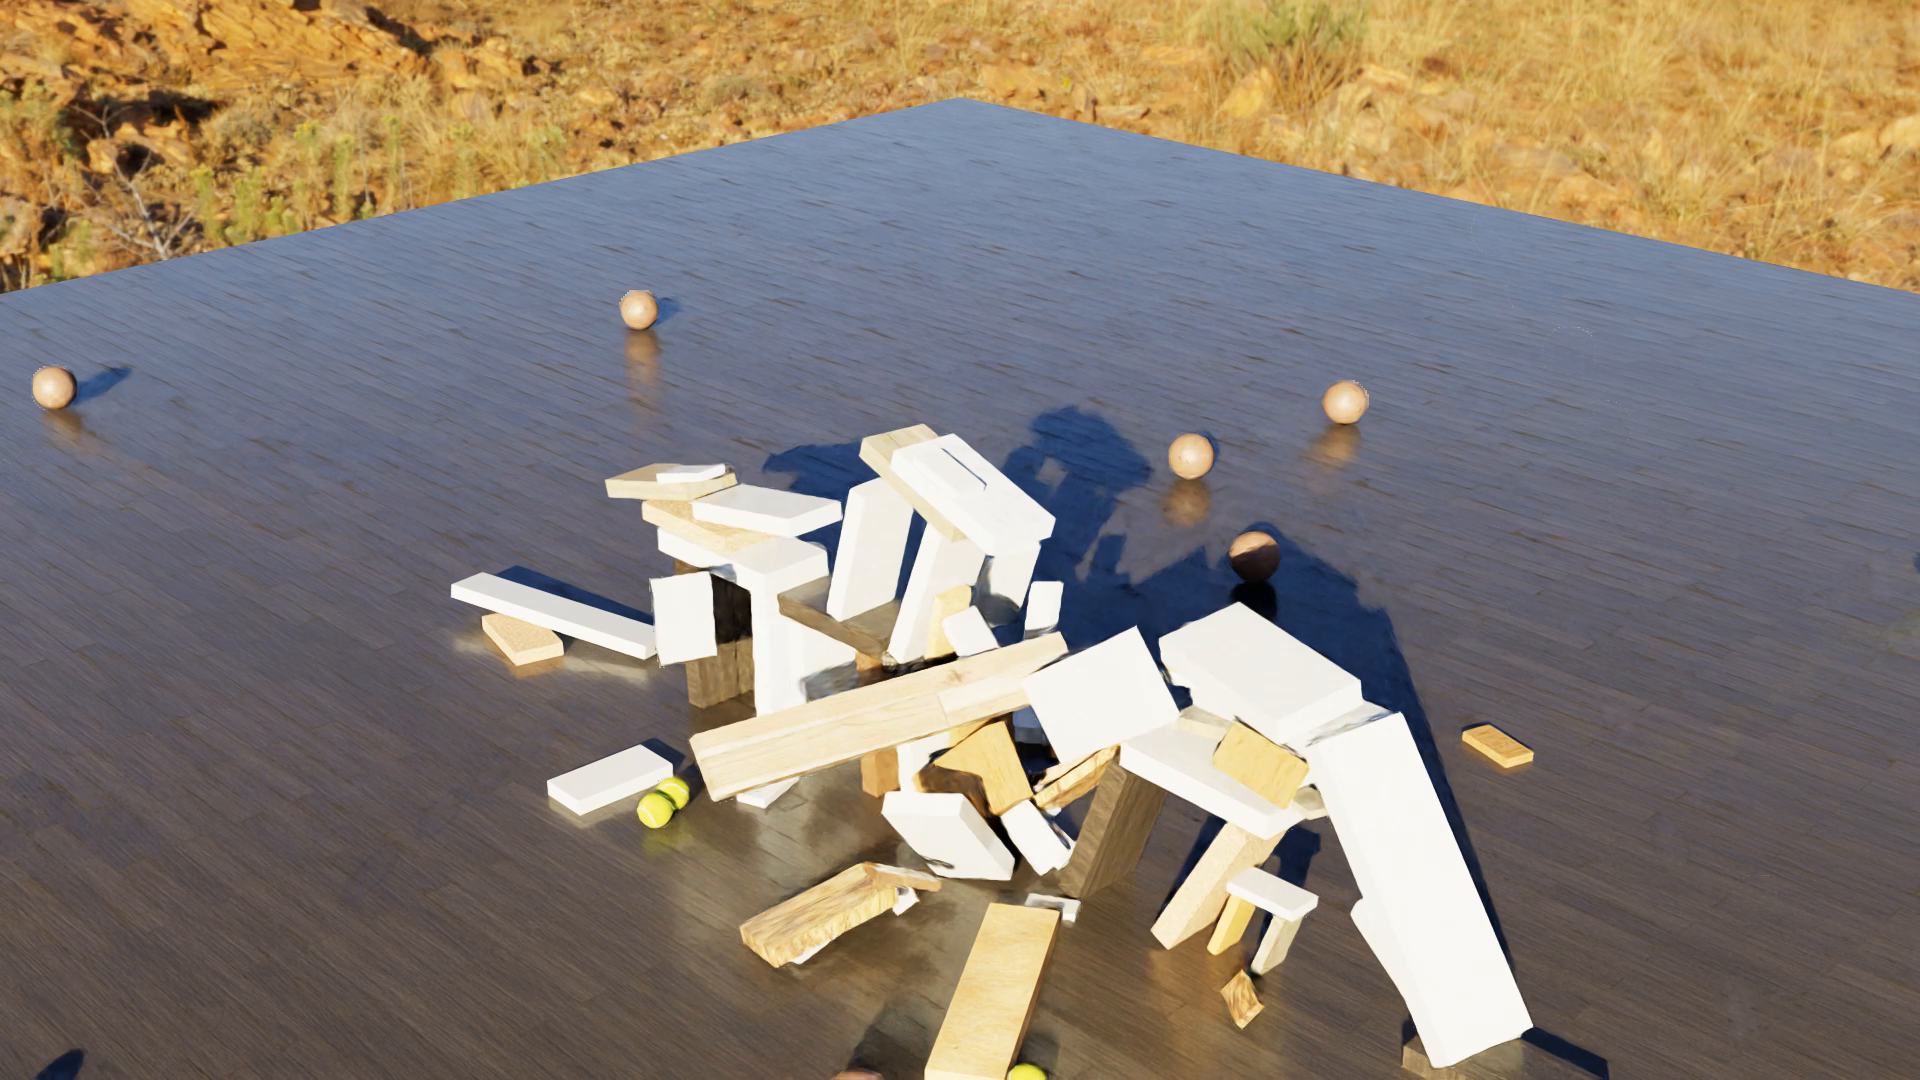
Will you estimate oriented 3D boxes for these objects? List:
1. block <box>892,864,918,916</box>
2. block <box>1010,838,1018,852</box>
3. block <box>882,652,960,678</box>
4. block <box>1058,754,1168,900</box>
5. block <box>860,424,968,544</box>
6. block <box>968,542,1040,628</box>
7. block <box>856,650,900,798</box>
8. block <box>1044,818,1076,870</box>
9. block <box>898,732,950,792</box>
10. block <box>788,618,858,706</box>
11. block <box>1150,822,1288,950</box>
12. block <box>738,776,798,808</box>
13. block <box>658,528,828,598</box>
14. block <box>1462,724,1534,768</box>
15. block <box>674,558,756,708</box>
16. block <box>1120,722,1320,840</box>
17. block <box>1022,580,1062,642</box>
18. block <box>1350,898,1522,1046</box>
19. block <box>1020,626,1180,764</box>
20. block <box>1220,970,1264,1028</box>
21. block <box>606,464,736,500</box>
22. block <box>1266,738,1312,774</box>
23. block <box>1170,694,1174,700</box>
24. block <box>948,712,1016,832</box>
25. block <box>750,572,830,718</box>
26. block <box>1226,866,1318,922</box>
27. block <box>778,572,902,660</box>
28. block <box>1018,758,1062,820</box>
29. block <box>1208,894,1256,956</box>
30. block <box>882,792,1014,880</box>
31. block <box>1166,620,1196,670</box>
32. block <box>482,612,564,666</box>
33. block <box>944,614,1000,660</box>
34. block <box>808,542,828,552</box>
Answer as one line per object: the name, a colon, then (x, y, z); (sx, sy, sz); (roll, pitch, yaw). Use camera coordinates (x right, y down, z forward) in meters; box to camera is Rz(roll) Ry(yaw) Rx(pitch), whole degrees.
block: (-0.115, 0.658, 4.137); (0.049, 0.014, 0.098); (-37, 35, 2)
block: (0.108, 0.538, 4.341); (0.069, 0.138, 0.020); (-22, -9, -44)
block: (-0.003, 0.265, 4.336); (0.145, 0.041, 0.290); (-21, 31, -40)
block: (0.303, 0.517, 4.114); (0.169, 0.338, 0.048); (-21, 51, -41)
block: (-0.044, -0.112, 4.231); (0.151, 0.043, 0.301); (-16, 45, -36)
block: (0.075, 0.093, 4.581); (0.132, 0.264, 0.037); (-10, 55, -20)
block: (-0.134, 0.354, 4.520); (0.158, 0.316, 0.045); (-21, 28, -40)
block: (0.167, 0.579, 4.298); (0.138, 0.020, 0.069); (41, 40, 21)
block: (-0.061, 0.394, 4.457); (0.041, 0.290, 0.145); (17, 28, 42)
block: (-0.282, 0.296, 4.657); (0.045, 0.316, 0.158); (18, 29, 42)
block: (0.479, 0.592, 3.956); (0.169, 0.337, 0.048); (-22, 60, -41)
block: (-0.396, 0.509, 4.538); (0.065, 0.018, 0.131); (12, 26, 25)
block: (-0.469, 0.023, 4.734); (0.353, 0.050, 0.176); (21, 31, 40)
block: (1.149, 0.440, 4.699); (0.071, 0.020, 0.142); (-11, 26, -25)
block: (-0.532, 0.179, 4.883); (0.176, 0.353, 0.050); (-20, 26, -39)
block: (0.466, 0.415, 3.899); (0.169, 0.048, 0.338); (-20, 32, -39)
block: (0.168, 0.155, 4.480); (0.070, 0.140, 0.020); (-6, -21, 44)
block: (0.810, 0.725, 3.728); (0.153, 0.043, 0.306); (-12, 49, -24)
block: (0.251, 0.287, 4.021); (0.050, 0.177, 0.354); (-25, -3, -32)
block: (0.489, 0.796, 3.813); (0.015, 0.054, 0.108); (41, 9, -19)
block: (-0.643, -0.129, 4.882); (0.282, 0.040, 0.141); (4, 19, 44)
block: (0.586, 0.365, 3.788); (0.091, 0.026, 0.182); (-16, 20, -39)
block: (0.337, 0.343, 4.149); (0.082, 0.164, 0.023); (-22, 69, -29)
block: (0.049, 0.438, 4.354); (0.041, 0.290, 0.145); (11, 24, 41)
block: (-0.359, 0.249, 4.723); (0.050, 0.353, 0.176); (21, 31, 40)
block: (0.551, 0.625, 3.890); (0.146, 0.021, 0.073); (21, 31, 40)
block: (-0.212, 0.154, 4.527); (0.158, 0.045, 0.316); (-21, 31, -40)
block: (0.133, 0.493, 4.335); (0.069, 0.020, 0.138); (-12, 56, -50)
block: (0.499, 0.681, 3.971); (0.073, 0.146, 0.021); (-21, 50, -41)
block: (-0.019, 0.552, 4.096); (0.151, 0.302, 0.043); (-1, 60, 22)
block: (0.440, 0.194, 4.058); (0.087, 0.025, 0.174); (-2, 20, 20)
block: (-1.033, 0.225, 5.188); (0.115, 0.033, 0.230); (-13, 26, -28)
block: (0.043, 0.224, 4.217); (0.079, 0.022, 0.158); (-22, 76, -38)
block: (-0.398, 0.111, 5.073); (0.033, 0.235, 0.117); (35, 12, 15)
